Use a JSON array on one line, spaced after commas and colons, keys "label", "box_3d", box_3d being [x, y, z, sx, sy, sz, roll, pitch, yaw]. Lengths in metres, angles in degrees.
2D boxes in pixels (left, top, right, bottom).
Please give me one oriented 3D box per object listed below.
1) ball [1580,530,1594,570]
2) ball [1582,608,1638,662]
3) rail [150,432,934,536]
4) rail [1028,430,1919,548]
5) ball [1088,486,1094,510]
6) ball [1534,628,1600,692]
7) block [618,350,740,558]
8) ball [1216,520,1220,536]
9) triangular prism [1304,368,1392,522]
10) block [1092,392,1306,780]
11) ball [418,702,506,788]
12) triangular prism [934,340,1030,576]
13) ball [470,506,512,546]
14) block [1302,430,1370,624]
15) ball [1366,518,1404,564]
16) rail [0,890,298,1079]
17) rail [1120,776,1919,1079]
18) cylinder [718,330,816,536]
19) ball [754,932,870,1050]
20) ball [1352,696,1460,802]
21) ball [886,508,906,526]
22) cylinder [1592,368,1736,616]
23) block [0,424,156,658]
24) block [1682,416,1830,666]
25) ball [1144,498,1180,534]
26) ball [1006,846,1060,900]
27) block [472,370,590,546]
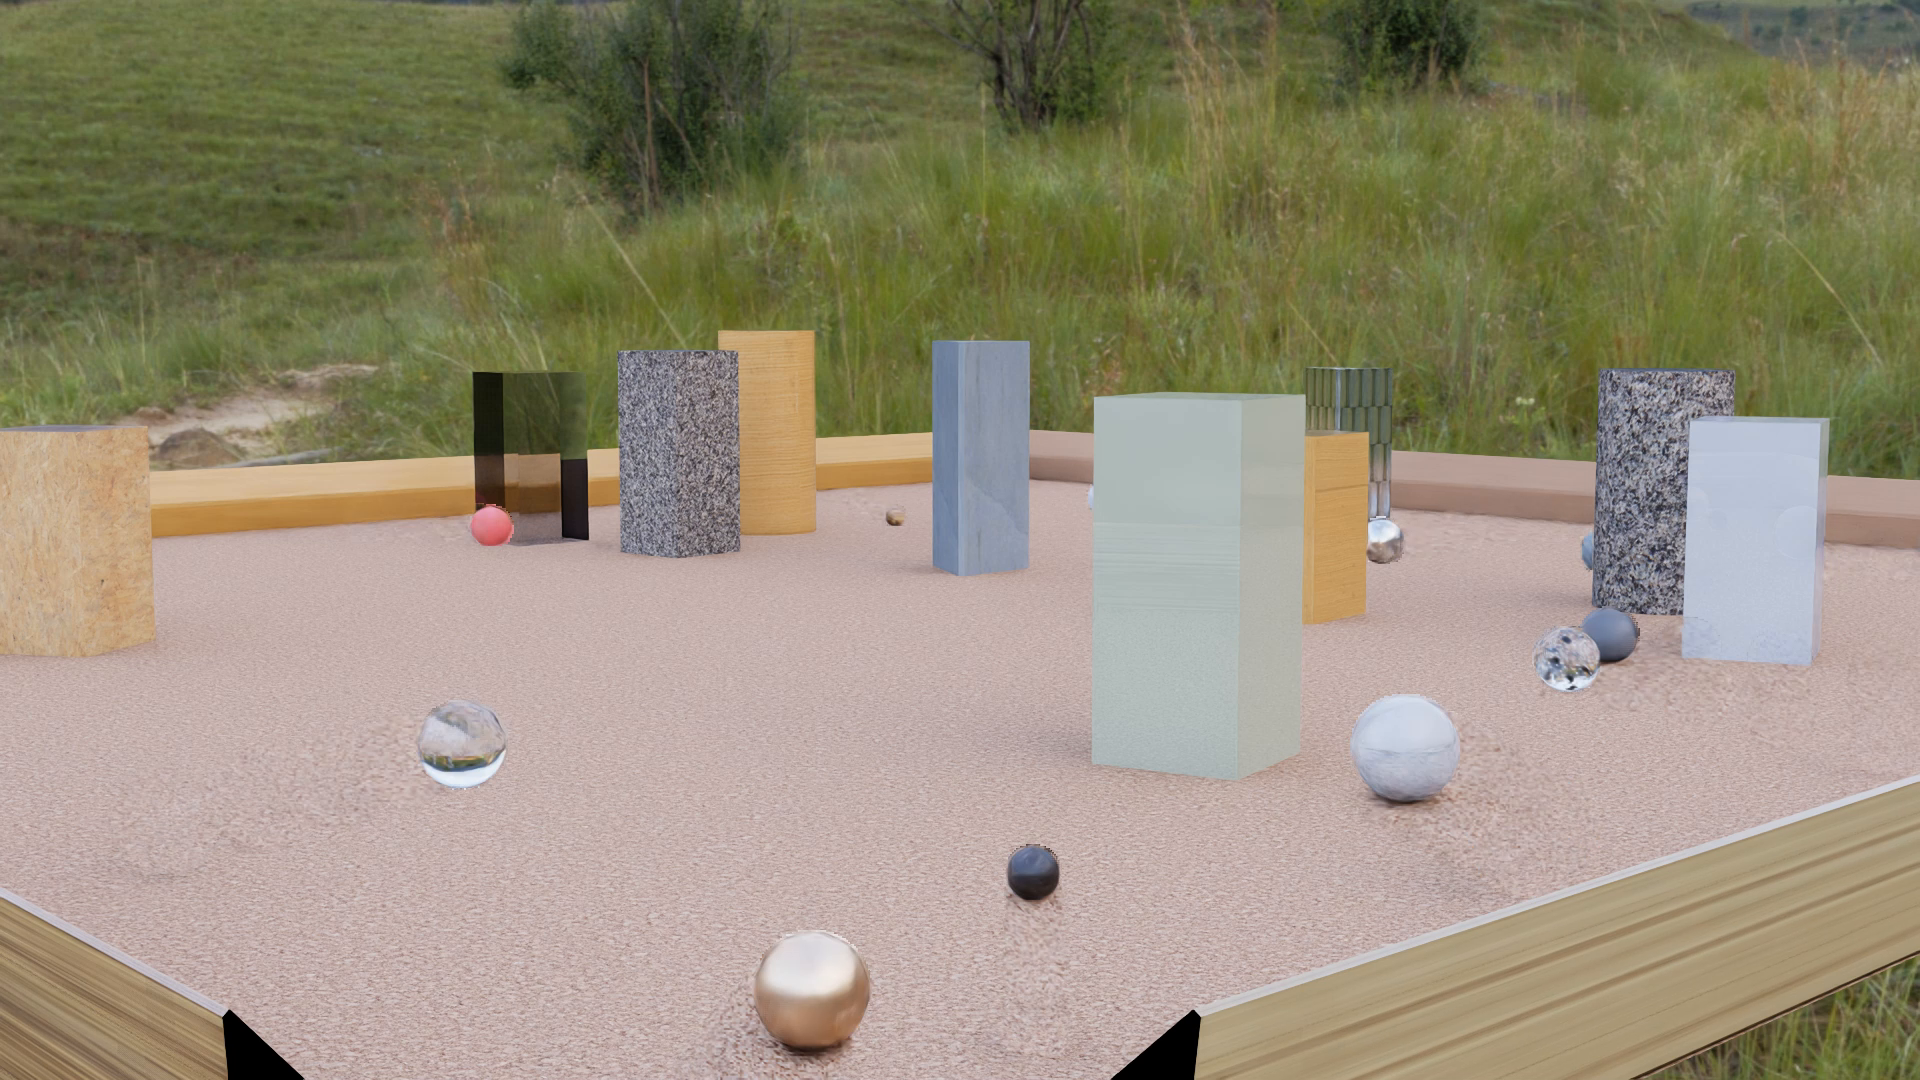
[{"label": "ball", "box_3d": [1.089, 0.018, 3.713, 0.078, 0.078, 0.078, 0, 6, 0]}, {"label": "ball", "box_3d": [0.820, 0.121, 2.776, 0.069, 0.069, 0.069, 0, 6, 0]}, {"label": "rail", "box_3d": [-1.200, -0.103, 4.625, 3.665, 0.126, 0.045, -6, 8, -42]}, {"label": "rail", "box_3d": [1.329, -0.095, 4.552, 0.045, 0.126, 3.586, -6, 8, -42]}, {"label": "ball", "box_3d": [0.312, -0.092, 4.797, 0.070, 0.070, 0.070, 0, 6, 0]}, {"label": "ball", "box_3d": [0.709, 0.139, 2.569, 0.075, 0.075, 0.075, 0, 6, 0]}, {"label": "block", "box_3d": [-0.514, -0.162, 4.030, 0.155, 0.369, 0.155, 5, 8, 40]}, {"label": "ball", "box_3d": [0.519, -0.024, 4.248, 0.049, 0.049, 0.049, 0, 6, 0]}, {"label": "triangular prism", "box_3d": [0.715, -0.163, 4.216, 0.168, 0.333, 0.145, -6, 8, -43]}, {"label": "block", "box_3d": [0.236, 0.038, 2.170, 0.155, 0.360, 0.155, 4, 7, 31]}, {"label": "ball", "box_3d": [-0.464, 0.191, 2.050, 0.081, 0.081, 0.081, 0, 6, 0]}, {"label": "triangular prism", "box_3d": [0.008, -0.145, 3.767, 0.145, 0.391, 0.168, 6, 8, 44]}, {"label": "ball", "box_3d": [-0.882, -0.025, 4.138, 0.075, 0.075, 0.075, 0, 6, 0]}, {"label": "block", "box_3d": [0.487, -0.024, 3.208, 0.155, 0.266, 0.155, 5, 8, 38]}, {"label": "ball", "box_3d": [0.738, 0.002, 3.856, 0.079, 0.079, 0.079, 0, 6, 0]}, {"label": "rail", "box_3d": [-1.329, 0.161, 2.112, 0.045, 0.126, 3.586, -6, 8, -42]}, {"label": "rail", "box_3d": [1.200, 0.168, 2.039, 3.665, 0.126, 0.045, -6, 8, -42]}, {"label": "cylinder", "box_3d": [-0.386, -0.219, 4.417, 0.194, 0.402, 0.194, 0, 6, 0]}, {"label": "ball", "box_3d": [-0.090, 0.272, 1.328, 0.070, 0.070, 0.070, 0, 6, 0]}, {"label": "ball", "box_3d": [0.404, 0.189, 1.993, 0.096, 0.096, 0.096, 0, 6, 0]}, {"label": "ball", "box_3d": [-0.133, -0.048, 4.515, 0.041, 0.041, 0.041, 0, 6, 0]}, {"label": "cylinder", "box_3d": [1.050, -0.076, 3.286, 0.194, 0.355, 0.194, 0, 6, 0]}, {"label": "block", "box_3d": [-1.180, -0.003, 2.900, 0.155, 0.289, 0.155, 1, 6, 13]}, {"label": "block", "box_3d": [1.030, -0.004, 2.844, 0.155, 0.303, 0.155, 3, 7, 25]}, {"label": "ball", "box_3d": [0.399, -0.047, 4.364, 0.071, 0.071, 0.071, 0, 6, 0]}, {"label": "ball", "box_3d": [0.055, 0.252, 1.662, 0.041, 0.041, 0.041, 0, 6, 0]}, {"label": "block", "box_3d": [-0.826, -0.161, 4.231, 0.155, 0.325, 0.155, -6, 8, -44]}]
